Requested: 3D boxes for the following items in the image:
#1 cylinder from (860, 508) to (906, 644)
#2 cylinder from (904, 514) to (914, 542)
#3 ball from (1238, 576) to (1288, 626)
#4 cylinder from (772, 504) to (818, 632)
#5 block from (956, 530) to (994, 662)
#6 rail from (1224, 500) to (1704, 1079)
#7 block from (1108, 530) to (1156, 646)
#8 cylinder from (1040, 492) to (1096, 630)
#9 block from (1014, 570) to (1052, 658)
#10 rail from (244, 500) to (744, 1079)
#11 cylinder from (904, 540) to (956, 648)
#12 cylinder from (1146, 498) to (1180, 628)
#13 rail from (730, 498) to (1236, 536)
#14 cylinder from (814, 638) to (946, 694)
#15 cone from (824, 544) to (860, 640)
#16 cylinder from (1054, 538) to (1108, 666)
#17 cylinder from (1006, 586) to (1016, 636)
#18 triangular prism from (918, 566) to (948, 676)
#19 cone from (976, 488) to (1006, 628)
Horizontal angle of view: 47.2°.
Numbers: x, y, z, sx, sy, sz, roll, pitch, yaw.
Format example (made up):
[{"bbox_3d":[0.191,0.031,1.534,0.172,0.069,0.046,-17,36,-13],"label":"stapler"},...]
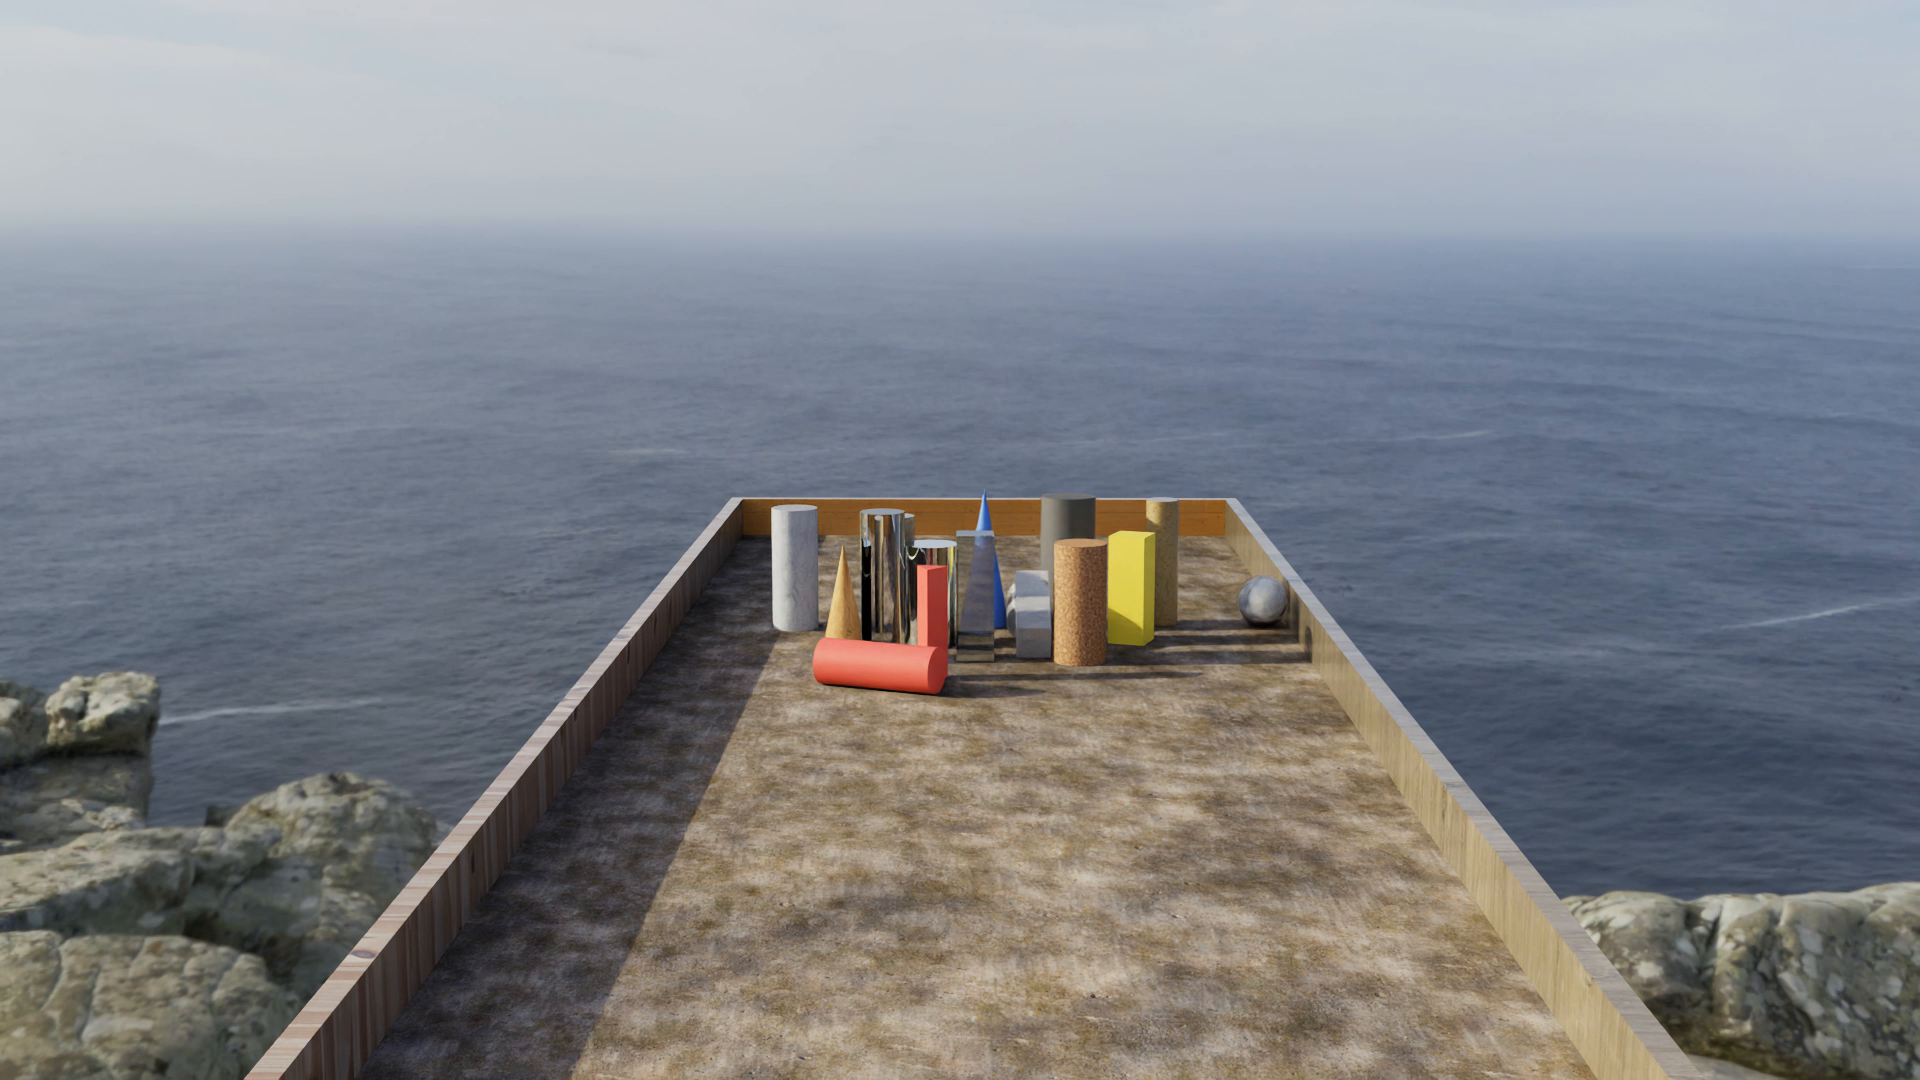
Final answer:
[{"bbox_3d":[-0.234,0.140,6.666,0.135,0.457,0.135,0,9,0],"label":"cylinder"},{"bbox_3d":[-0.206,0.103,7.180,0.117,0.369,0.117,0,9,0],"label":"cylinder"},{"bbox_3d":[0.993,0.202,7.223,0.161,0.161,0.161,0,9,0],"label":"ball"},{"bbox_3d":[-0.539,0.090,7.183,0.151,0.394,0.151,0,9,0],"label":"cylinder"},{"bbox_3d":[0.046,0.171,6.695,0.114,0.387,0.114,0,9,0],"label":"block"},{"bbox_3d":[1.046,0.843,3.208,0.050,0.150,12.000,0,9,1],"label":"rail"},{"bbox_3d":[0.543,0.152,6.956,0.116,0.343,0.116,4,10,22],"label":"block"},{"bbox_3d":[0.351,0.070,7.179,0.176,0.433,0.176,0,9,0],"label":"cylinder"},{"bbox_3d":[0.226,0.229,6.865,0.105,0.105,0.357,0,29,0],"label":"block"},{"bbox_3d":[-1.004,0.839,3.234,0.050,0.150,12.000,0,9,1],"label":"rail"},{"bbox_3d":[-0.091,0.170,6.915,0.170,0.320,0.170,0,9,0],"label":"cylinder"},{"bbox_3d":[0.661,0.074,7.210,0.107,0.418,0.107,0,9,0],"label":"cylinder"},{"bbox_3d":[0.099,-0.098,9.147,2.100,0.150,0.050,0,9,1],"label":"rail"},{"bbox_3d":[-0.231,0.360,6.307,0.359,0.134,0.134,4,10,23],"label":"cylinder"},{"bbox_3d":[-0.368,0.165,6.955,0.128,0.316,0.128,0,9,0],"label":"cone"},{"bbox_3d":[0.364,0.188,6.663,0.161,0.363,0.161,0,9,0],"label":"cylinder"},{"bbox_3d":[0.206,0.228,7.233,0.106,0.106,0.441,0,9,2],"label":"cylinder"},{"bbox_3d":[-0.094,0.241,6.434,0.076,0.331,0.088,7,12,39],"label":"triangular prism"},{"bbox_3d":[0.079,0.052,7.222,0.166,0.457,0.166,0,9,0],"label":"cone"}]
